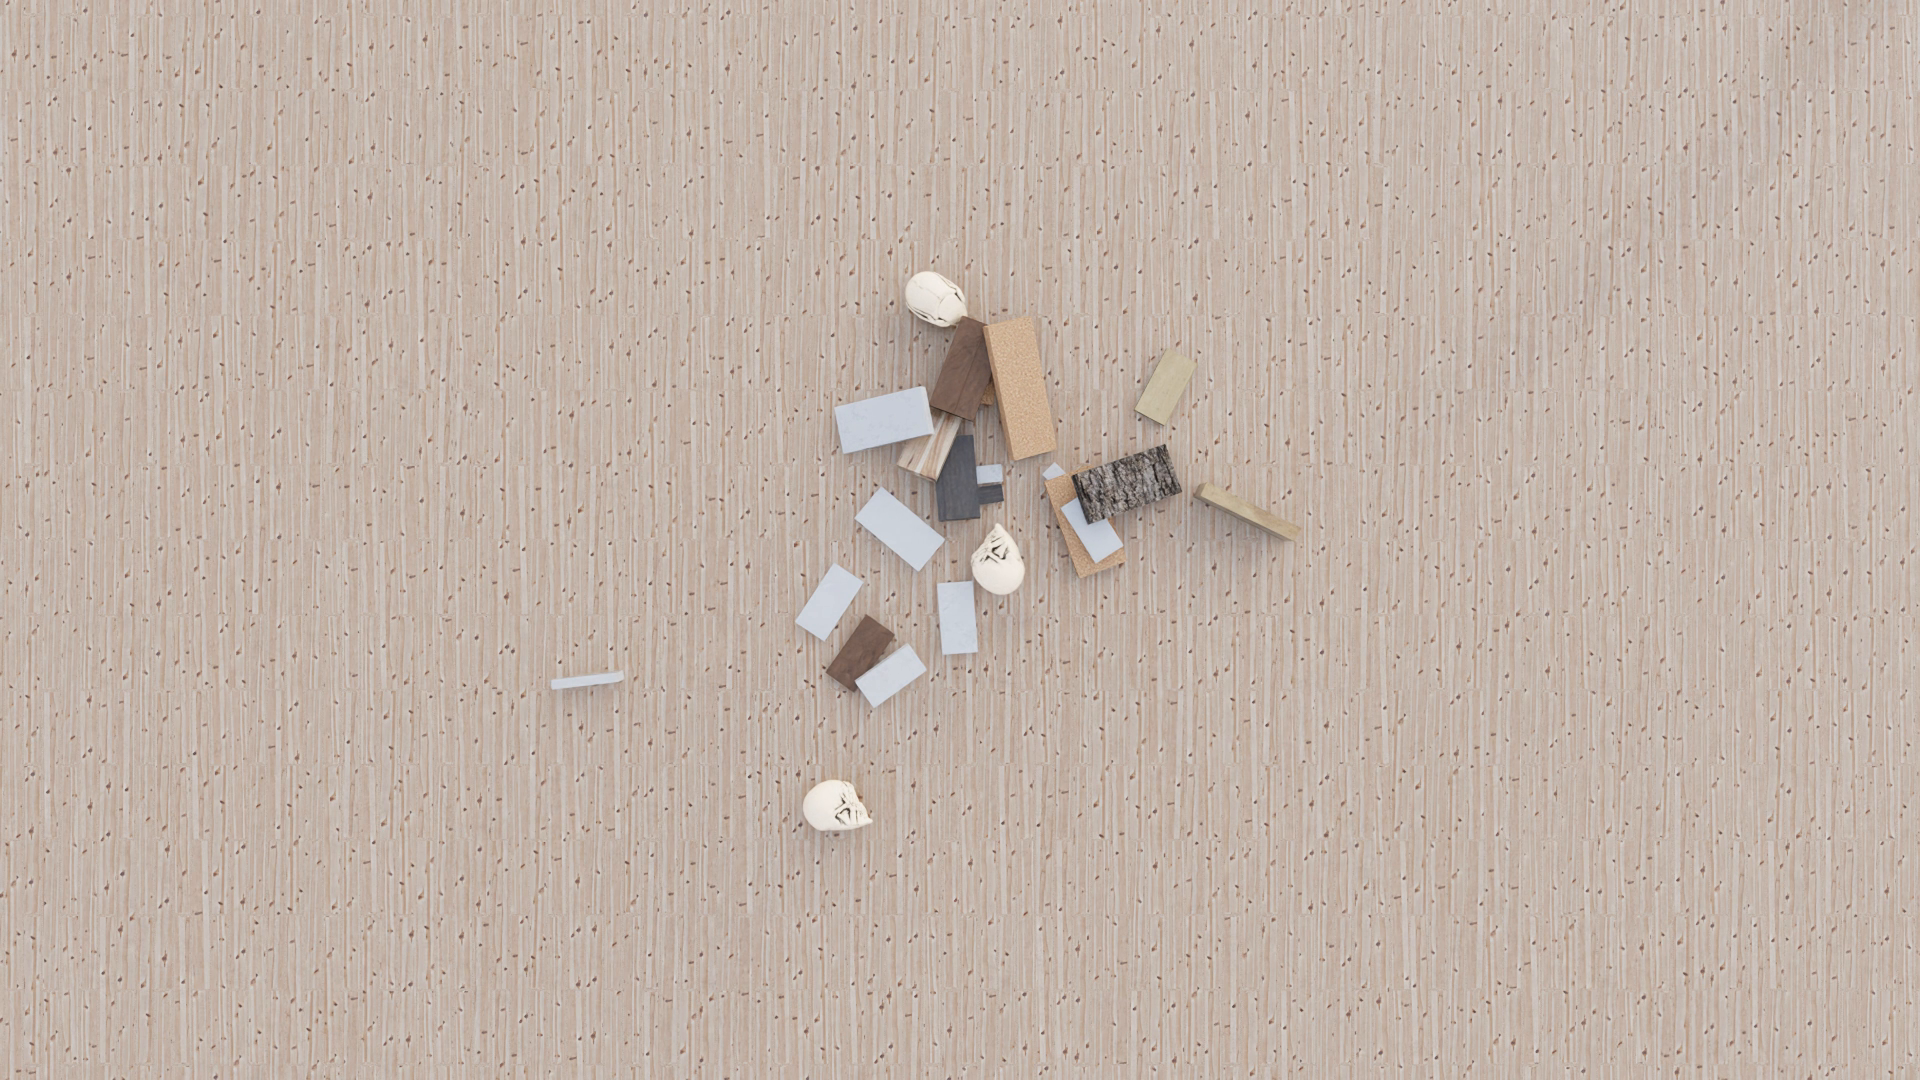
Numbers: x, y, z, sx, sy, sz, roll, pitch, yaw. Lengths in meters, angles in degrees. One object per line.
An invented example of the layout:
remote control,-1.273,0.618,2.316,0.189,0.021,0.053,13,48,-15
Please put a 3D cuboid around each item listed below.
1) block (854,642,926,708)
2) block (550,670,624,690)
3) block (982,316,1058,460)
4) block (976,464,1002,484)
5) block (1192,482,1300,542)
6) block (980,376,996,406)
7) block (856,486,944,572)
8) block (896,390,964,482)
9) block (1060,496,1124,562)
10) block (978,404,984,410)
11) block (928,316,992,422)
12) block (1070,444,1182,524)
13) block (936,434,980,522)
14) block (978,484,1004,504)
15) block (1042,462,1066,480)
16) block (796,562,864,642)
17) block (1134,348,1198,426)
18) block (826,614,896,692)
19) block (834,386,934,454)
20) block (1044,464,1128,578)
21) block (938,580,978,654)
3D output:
block,-0.229,0.449,5.466,0.216,0.031,0.108,-36,102,-4
block,-1.229,0.461,5.446,0.216,0.108,0.031,-7,90,0
block,0.198,-0.497,5.409,0.157,0.044,0.446,-16,103,-18
block,0.082,-0.218,5.492,0.116,0.016,0.058,-6,91,0
block,0.940,-0.091,5.415,0.339,0.170,0.048,26,90,0
block,0.072,-0.569,5.451,0.116,0.033,0.232,10,90,0
block,-0.199,-0.037,5.480,0.276,0.039,0.138,40,90,0
block,-0.090,-0.341,5.442,0.138,0.039,0.276,21,77,7
block,0.433,-0.044,5.427,0.108,0.031,0.216,-33,94,1
block,0.055,-0.559,5.484,0.116,0.033,0.232,18,90,0
block,0.025,-0.561,5.412,0.157,0.044,0.313,20,90,0
block,0.548,-0.184,5.422,0.339,0.048,0.170,-19,89,-19
block,-0.013,-0.204,5.459,0.138,0.039,0.276,-5,81,1
block,0.085,-0.150,5.492,0.116,0.016,0.058,-9,90,0
block,0.335,-0.197,5.491,0.058,0.016,0.116,-45,90,2
block,-0.433,0.205,5.483,0.118,0.033,0.236,33,90,0
block,0.684,-0.508,5.484,0.116,0.033,0.232,28,90,0
block,-0.331,0.377,5.483,0.118,0.033,0.236,35,90,0
block,-0.250,-0.393,5.423,0.313,0.044,0.157,-12,89,20
block,0.416,-0.062,5.465,0.170,0.048,0.339,-20,94,0
block,-0.008,0.258,5.483,0.118,0.033,0.236,-4,90,0
